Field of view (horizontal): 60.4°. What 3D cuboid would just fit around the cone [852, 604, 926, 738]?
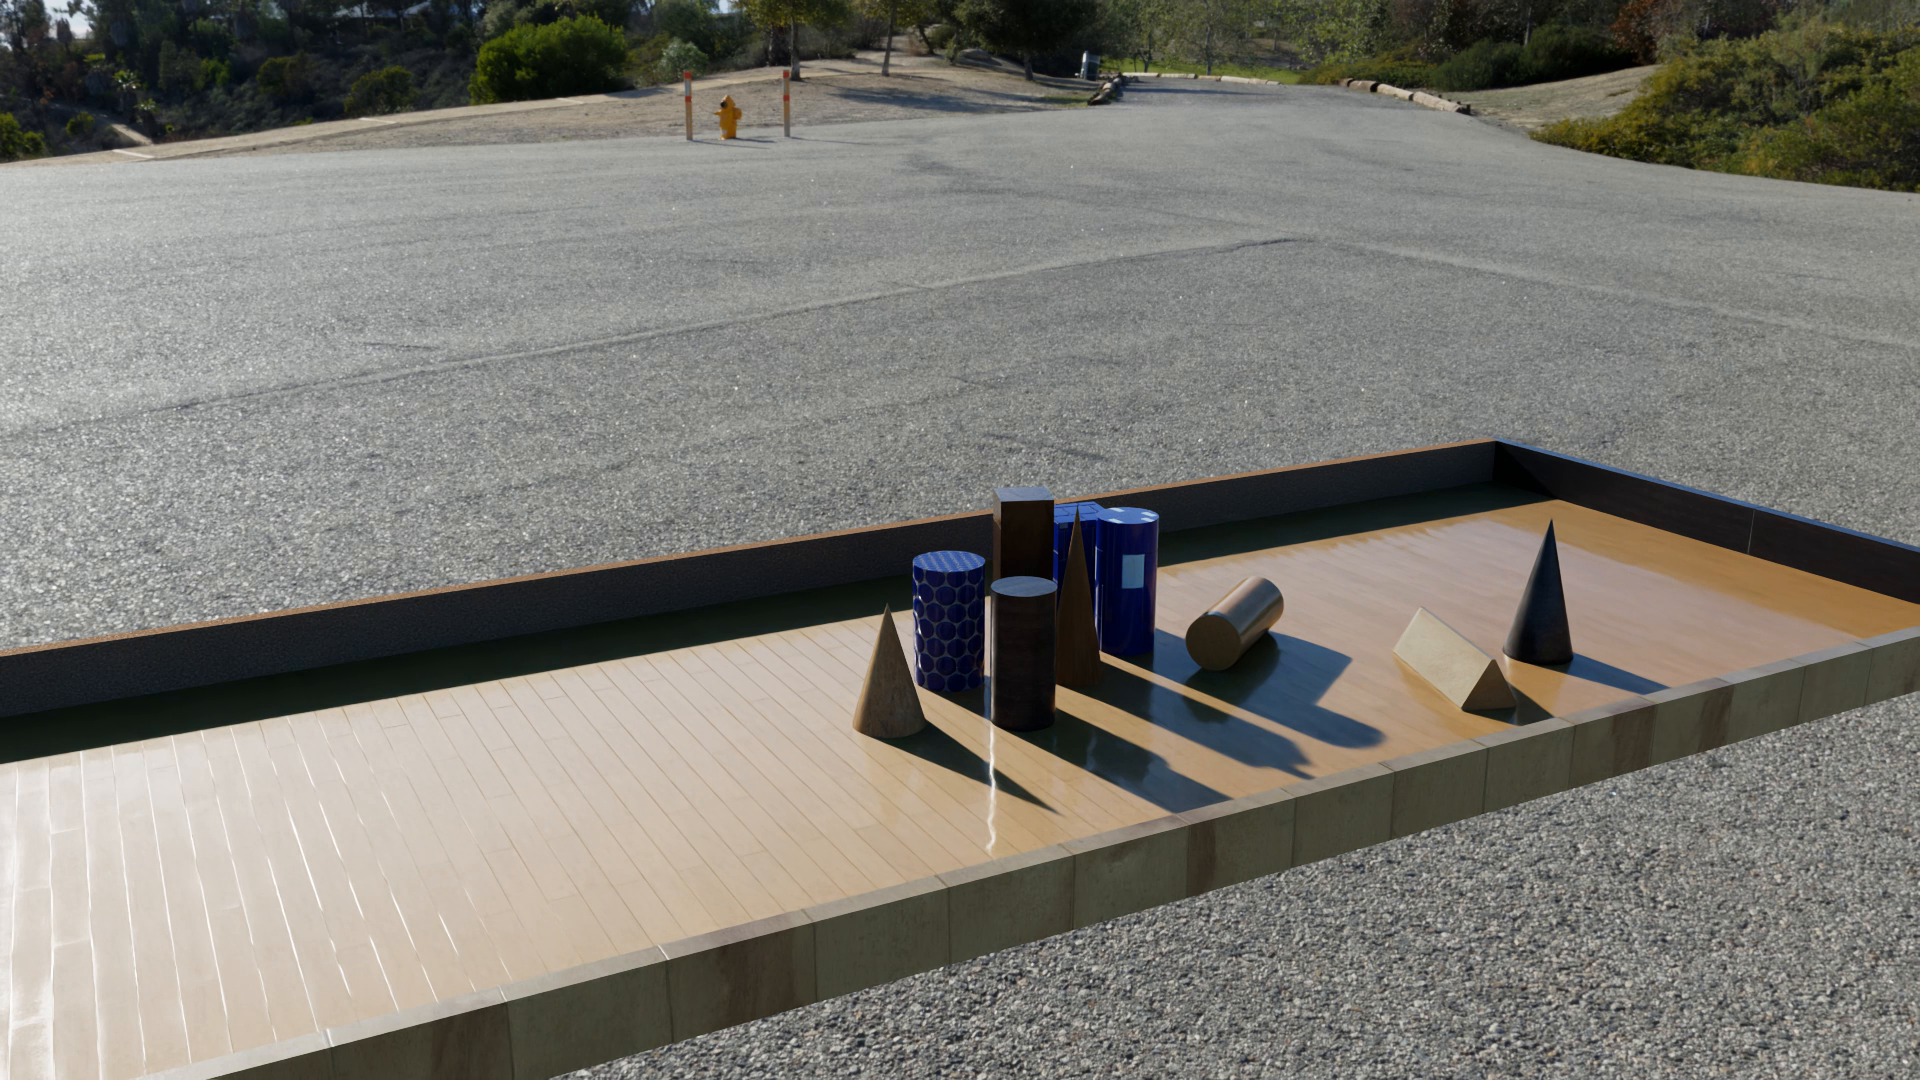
[{"bbox_3d":[-0.167,0.287,3.844,0.176,0.300,0.176,0,16,0],"label":"cone"}]

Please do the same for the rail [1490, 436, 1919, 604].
[{"bbox_3d":[2.466,-0.048,5.253,0.050,0.150,2.100,-9,18,-27],"label":"rail"}]

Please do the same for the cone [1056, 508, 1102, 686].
[{"bbox_3d":[0.289,0.129,4.115,0.147,0.451,0.147,0,16,0],"label":"cone"}]

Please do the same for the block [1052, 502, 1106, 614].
[{"bbox_3d":[0.321,0.068,4.585,0.176,0.303,0.176,-5,17,-18],"label":"block"}]

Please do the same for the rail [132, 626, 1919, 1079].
[{"bbox_3d":[-2.336,1.006,1.665,12.000,0.150,0.050,-9,18,-27],"label":"rail"}]

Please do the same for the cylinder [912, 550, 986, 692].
[{"bbox_3d":[-0.028,0.201,4.119,0.180,0.311,0.180,0,16,0],"label":"cylinder"}]

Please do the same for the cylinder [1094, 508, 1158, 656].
[{"bbox_3d":[0.437,0.108,4.350,0.162,0.359,0.162,0,16,0],"label":"cylinder"}]

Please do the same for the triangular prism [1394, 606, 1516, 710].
[{"bbox_3d":[1.241,0.288,4.144,0.142,0.123,0.401,-3,17,-9],"label":"triangular prism"}]

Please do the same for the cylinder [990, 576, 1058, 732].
[{"bbox_3d":[0.148,0.266,3.863,0.155,0.331,0.155,0,16,0],"label":"cylinder"}]

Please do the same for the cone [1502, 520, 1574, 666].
[{"bbox_3d":[1.519,0.120,4.286,0.179,0.373,0.179,0,16,0],"label":"cone"}]

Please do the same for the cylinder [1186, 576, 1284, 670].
[{"bbox_3d":[0.729,0.217,4.355,0.147,0.147,0.369,8,18,26],"label":"cylinder"}]

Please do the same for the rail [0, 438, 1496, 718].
[{"bbox_3d":[-3.305,0.497,3.399,12.000,0.150,0.050,-9,18,-27],"label":"rail"}]

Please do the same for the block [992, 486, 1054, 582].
[{"bbox_3d":[0.164,0.082,4.333,0.138,0.420,0.138,-2,16,-7],"label":"block"}]
